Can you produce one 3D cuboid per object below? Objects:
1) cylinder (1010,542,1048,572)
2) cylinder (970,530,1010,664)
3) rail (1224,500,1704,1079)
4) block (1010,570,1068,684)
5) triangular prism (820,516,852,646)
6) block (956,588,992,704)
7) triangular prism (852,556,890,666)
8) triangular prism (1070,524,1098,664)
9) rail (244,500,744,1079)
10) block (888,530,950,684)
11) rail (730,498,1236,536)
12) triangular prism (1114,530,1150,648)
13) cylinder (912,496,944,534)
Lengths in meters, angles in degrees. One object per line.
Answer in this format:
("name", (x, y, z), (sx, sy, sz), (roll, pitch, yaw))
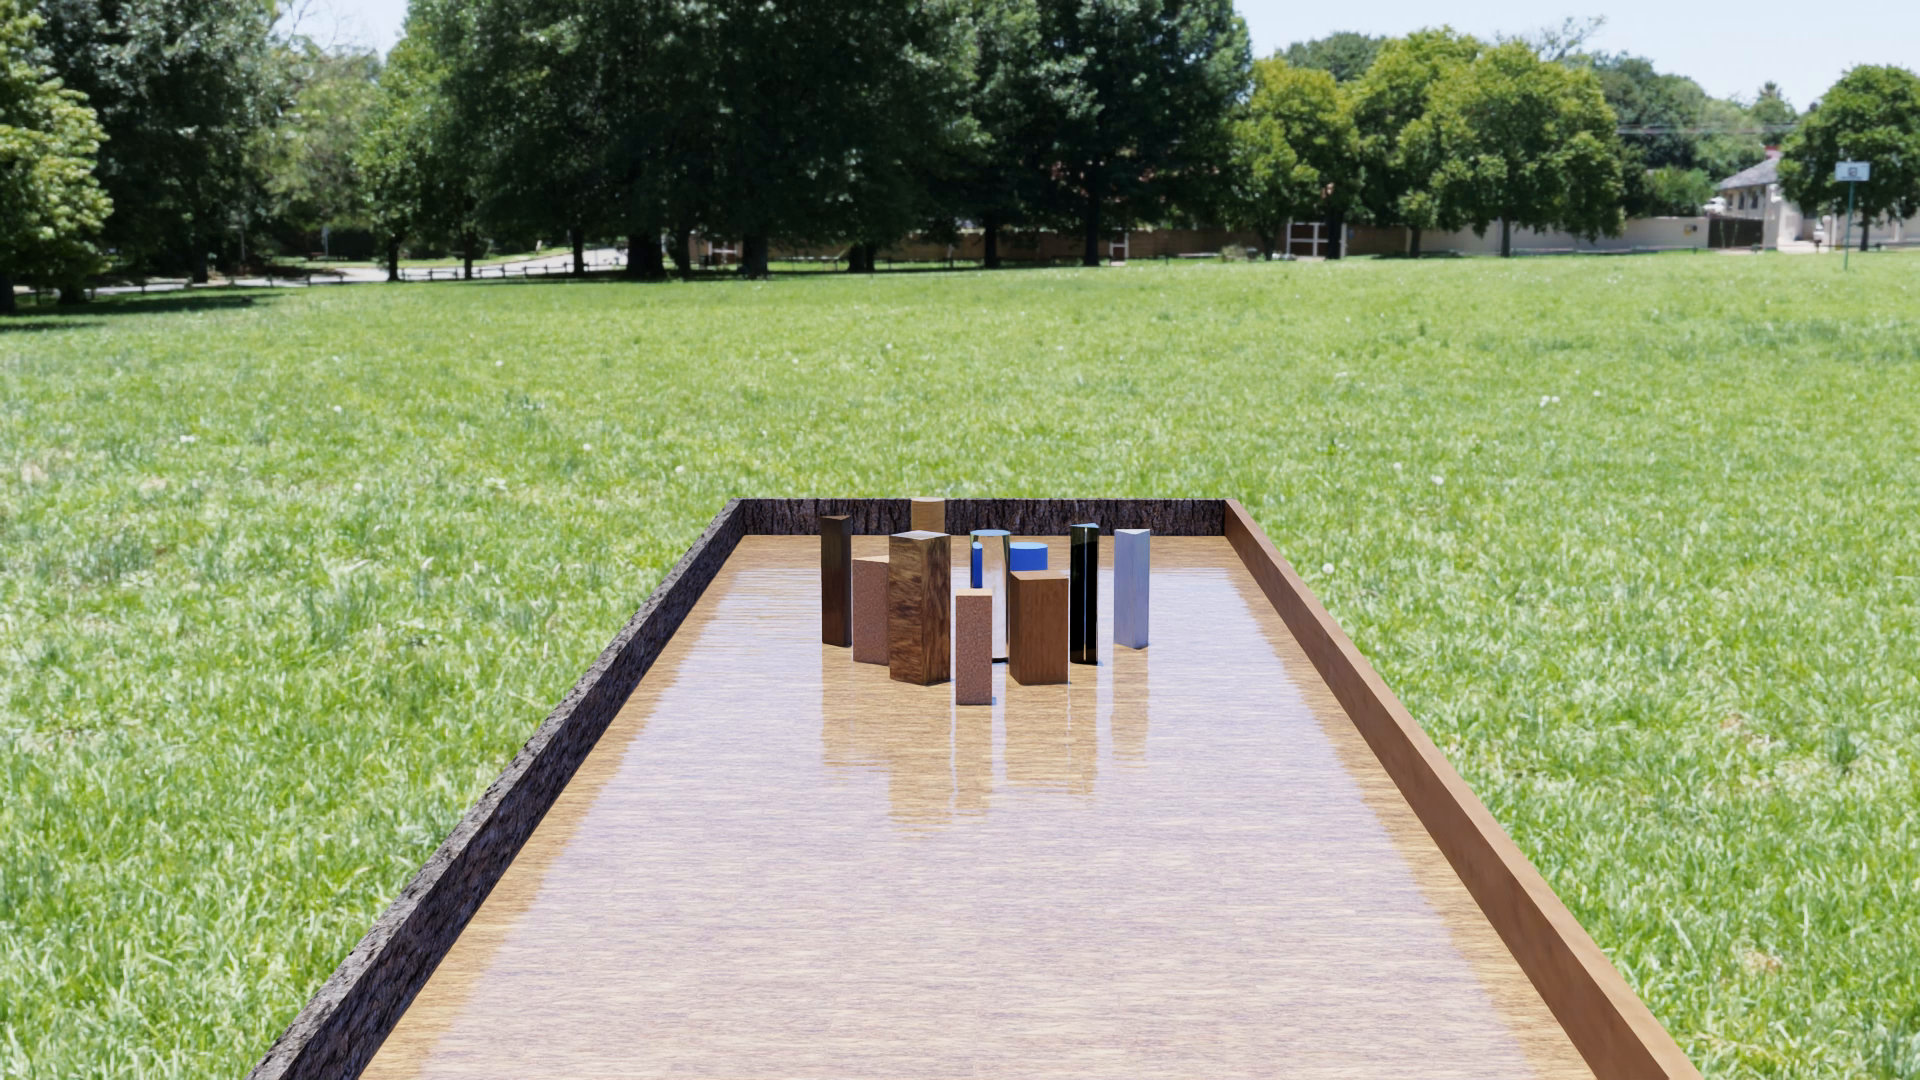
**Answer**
("cylinder", (0.210, 0.170, 6.947), (0.133, 0.309, 0.133), (0, 9, 0))
("cylinder", (0.092, 0.171, 6.680), (0.122, 0.391, 0.122), (0, 9, 0))
("rail", (1.046, 0.843, 3.208), (0.050, 0.150, 12.000), (0, 9, 1))
("block", (0.230, 0.254, 6.426), (0.145, 0.308, 0.145), (-2, 9, -10))
("triangular prism", (-0.374, 0.126, 6.927), (0.096, 0.403, 0.083), (8, 12, 43))
("block", (0.038, 0.297, 6.152), (0.102, 0.308, 0.102), (0, 9, 0))
("triangular prism", (-0.242, 0.210, 6.683), (0.130, 0.314, 0.112), (5, 11, 31))
("triangular prism", (0.390, 0.161, 6.657), (0.091, 0.418, 0.078), (4, 10, 25))
("rail", (-1.004, 0.839, 3.234), (0.050, 0.150, 12.000), (0, 9, 1))
("block", (-0.116, 0.195, 6.416), (0.127, 0.426, 0.127), (8, 12, 41))
("rail", (0.099, -0.098, 9.147), (2.100, 0.150, 0.050), (0, 9, 1))
("triangular prism", (0.555, 0.149, 6.912), (0.095, 0.361, 0.110), (-5, 10, -31))
("cylinder", (-0.100, 0.099, 6.914), (0.106, 0.460, 0.106), (0, 9, 0))
